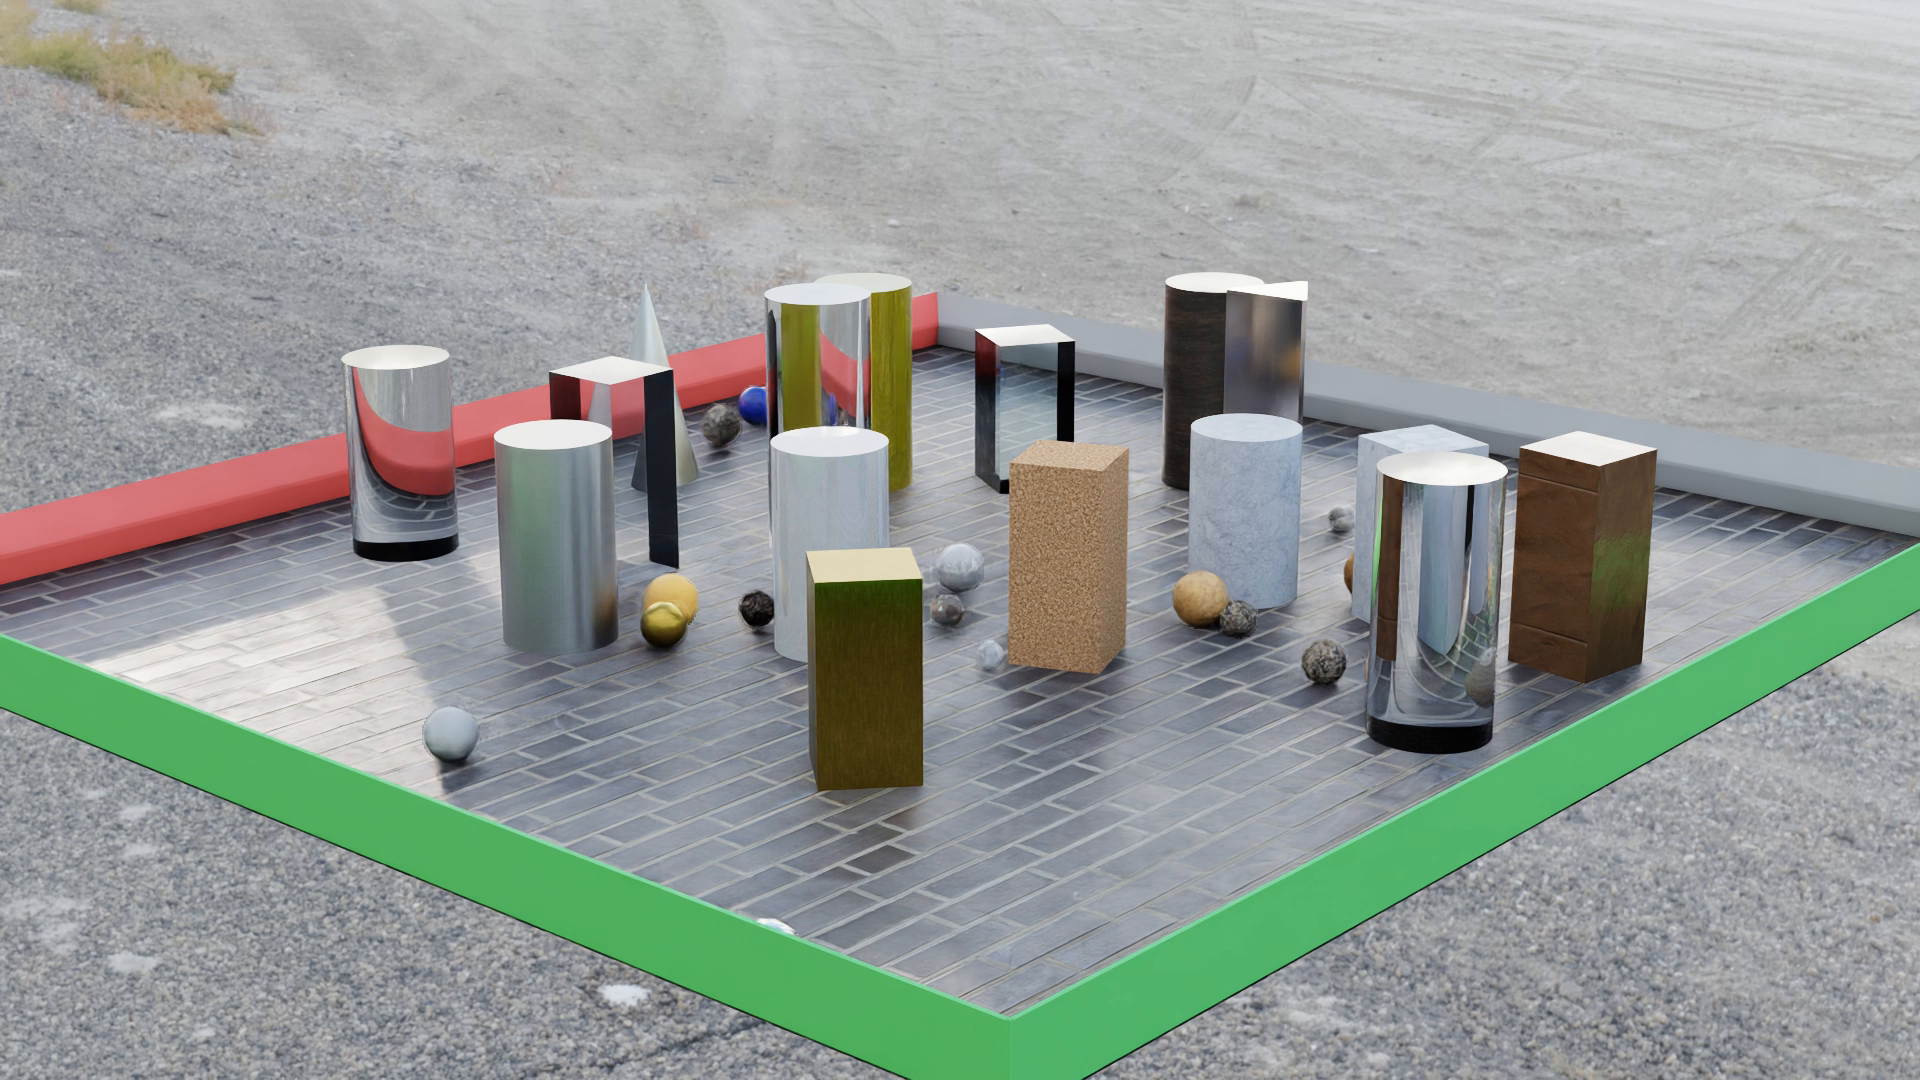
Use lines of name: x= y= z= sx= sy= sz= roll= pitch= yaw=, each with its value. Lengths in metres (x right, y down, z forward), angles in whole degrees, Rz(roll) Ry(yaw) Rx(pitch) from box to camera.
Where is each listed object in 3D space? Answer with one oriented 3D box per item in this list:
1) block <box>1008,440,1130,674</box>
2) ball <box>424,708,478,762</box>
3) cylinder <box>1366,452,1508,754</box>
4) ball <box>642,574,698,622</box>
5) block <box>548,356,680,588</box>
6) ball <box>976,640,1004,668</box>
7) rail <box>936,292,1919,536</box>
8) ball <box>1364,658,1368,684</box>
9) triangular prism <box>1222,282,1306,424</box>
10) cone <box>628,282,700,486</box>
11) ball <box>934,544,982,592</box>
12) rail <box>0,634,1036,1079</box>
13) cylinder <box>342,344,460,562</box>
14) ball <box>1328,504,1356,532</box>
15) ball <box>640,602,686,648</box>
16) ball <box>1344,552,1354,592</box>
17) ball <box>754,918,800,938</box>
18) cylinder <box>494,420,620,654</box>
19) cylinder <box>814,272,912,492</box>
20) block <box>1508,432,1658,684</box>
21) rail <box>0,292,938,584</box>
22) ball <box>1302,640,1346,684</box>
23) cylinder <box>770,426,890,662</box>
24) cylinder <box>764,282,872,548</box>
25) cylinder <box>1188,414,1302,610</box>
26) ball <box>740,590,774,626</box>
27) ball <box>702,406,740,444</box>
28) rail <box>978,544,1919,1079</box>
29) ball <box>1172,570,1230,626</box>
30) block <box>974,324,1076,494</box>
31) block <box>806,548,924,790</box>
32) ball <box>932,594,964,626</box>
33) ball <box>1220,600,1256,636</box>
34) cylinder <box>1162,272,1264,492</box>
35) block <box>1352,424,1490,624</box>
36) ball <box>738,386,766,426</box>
block: x=0.177 y=0.026 z=4.771 sx=0.154 sy=0.340 sz=0.154 roll=6 pitch=18 yaw=18
ball: x=-0.755 y=0.288 z=4.350 sx=0.080 sy=0.080 sz=0.080 roll=0 pitch=17 yaw=0
cylinder: x=0.715 y=0.093 z=4.414 sx=0.192 sy=0.417 sz=0.192 roll=0 pitch=17 yaw=0
ball: x=-0.489 y=0.104 z=4.942 sx=0.092 sy=0.092 sz=0.092 roll=0 pitch=17 yaw=0
block: x=-0.613 y=-0.122 z=5.207 sx=0.154 sy=0.370 sz=0.154 roll=13 pitch=21 yaw=38
ball: x=0.048 y=0.186 z=4.751 sx=0.045 sy=0.045 sz=0.045 roll=0 pitch=17 yaw=0
rail: x=0.920 y=-0.275 z=6.135 sx=2.625 sy=0.125 sz=0.045 roll=14 pitch=22 yaw=39
ball: x=0.681 y=0.205 z=4.603 sx=0.093 sy=0.093 sz=0.093 roll=0 pitch=17 yaw=0
triangular prism: x=0.599 y=-0.245 z=5.461 sx=0.167 sy=0.458 sz=0.144 roll=12 pitch=21 yaw=35
cone: x=-0.617 y=-0.320 z=5.813 sx=0.192 sy=0.399 sz=0.192 roll=0 pitch=17 yaw=0
ball: x=-0.002 y=0.049 z=5.135 sx=0.084 sy=0.084 sz=0.084 roll=0 pitch=17 yaw=0
rail: x=-0.920 y=0.338 z=4.106 sx=2.625 sy=0.125 sz=0.045 roll=14 pitch=22 yaw=39
cylinder: x=-1.020 y=-0.159 z=5.350 sx=0.192 sy=0.359 sz=0.192 roll=0 pitch=17 yaw=0
ball: x=0.717 y=-0.042 z=5.493 sx=0.052 sy=0.052 sz=0.052 roll=0 pitch=17 yaw=0
ball: x=-0.491 y=0.140 z=4.849 sx=0.076 sy=0.076 sz=0.076 roll=0 pitch=17 yaw=0
ball: x=0.713 y=0.059 z=5.083 sx=0.096 sy=0.096 sz=0.096 roll=0 pitch=17 yaw=0
ball: x=-0.236 y=0.508 z=3.619 sx=0.083 sy=0.083 sz=0.083 roll=0 pitch=17 yaw=0
cylinder: x=-0.667 y=-0.006 z=4.860 sx=0.192 sy=0.349 sz=0.192 roll=0 pitch=17 yaw=0
cylinder: x=-0.190 y=-0.310 z=5.775 sx=0.192 sy=0.401 sz=0.192 roll=0 pitch=17 yaw=0
block: x=1.004 y=0.026 z=4.735 sx=0.154 sy=0.360 sz=0.154 roll=-15 pitch=22 yaw=-40
rail: x=-0.973 y=-0.213 z=5.929 sx=0.045 sy=0.125 sz=2.854 roll=14 pitch=22 yaw=39
ball: x=0.581 y=0.194 z=4.676 sx=0.072 sy=0.072 sz=0.072 roll=0 pitch=17 yaw=0
cylinder: x=-0.212 y=0.007 z=4.816 sx=0.192 sy=0.350 sz=0.192 roll=0 pitch=17 yaw=0
cylinder: x=-0.257 y=-0.219 z=5.353 sx=0.192 sy=0.471 sz=0.192 roll=0 pitch=17 yaw=0
cylinder: x=0.494 y=-0.051 z=5.097 sx=0.192 sy=0.299 sz=0.192 roll=0 pitch=17 yaw=0
ball: x=-0.341 y=0.116 z=4.954 sx=0.061 sy=0.061 sz=0.061 roll=0 pitch=17 yaw=0
ball: x=-0.498 y=-0.240 z=6.097 sx=0.081 sy=0.081 sz=0.081 roll=0 pitch=17 yaw=0
rail: x=0.973 y=0.275 z=4.312 sx=0.045 sy=0.125 sz=2.854 roll=14 pitch=22 yaw=39
ball: x=0.407 y=0.099 z=4.951 sx=0.095 sy=0.095 sz=0.095 roll=0 pitch=17 yaw=0
block: x=0.127 y=-0.260 z=5.790 sx=0.154 sy=0.297 sz=0.154 roll=-5 pitch=18 yaw=-17
block: x=-0.139 y=0.187 z=4.278 sx=0.154 sy=0.316 sz=0.154 roll=-2 pitch=17 yaw=-7
ball: x=-0.021 y=0.119 z=4.953 sx=0.056 sy=0.056 sz=0.056 roll=0 pitch=17 yaw=0
ball: x=0.465 y=0.131 z=4.903 sx=0.061 sy=0.061 sz=0.061 roll=0 pitch=17 yaw=0
cylinder: x=0.497 y=-0.311 z=5.781 sx=0.192 sy=0.400 sz=0.192 roll=0 pitch=17 yaw=0
block: x=0.774 y=-0.015 z=4.943 sx=0.154 sy=0.318 sz=0.154 roll=-9 pitch=19 yaw=-27
ball: x=-0.432 y=-0.287 z=6.248 sx=0.084 sy=0.084 sz=0.084 roll=0 pitch=17 yaw=0
